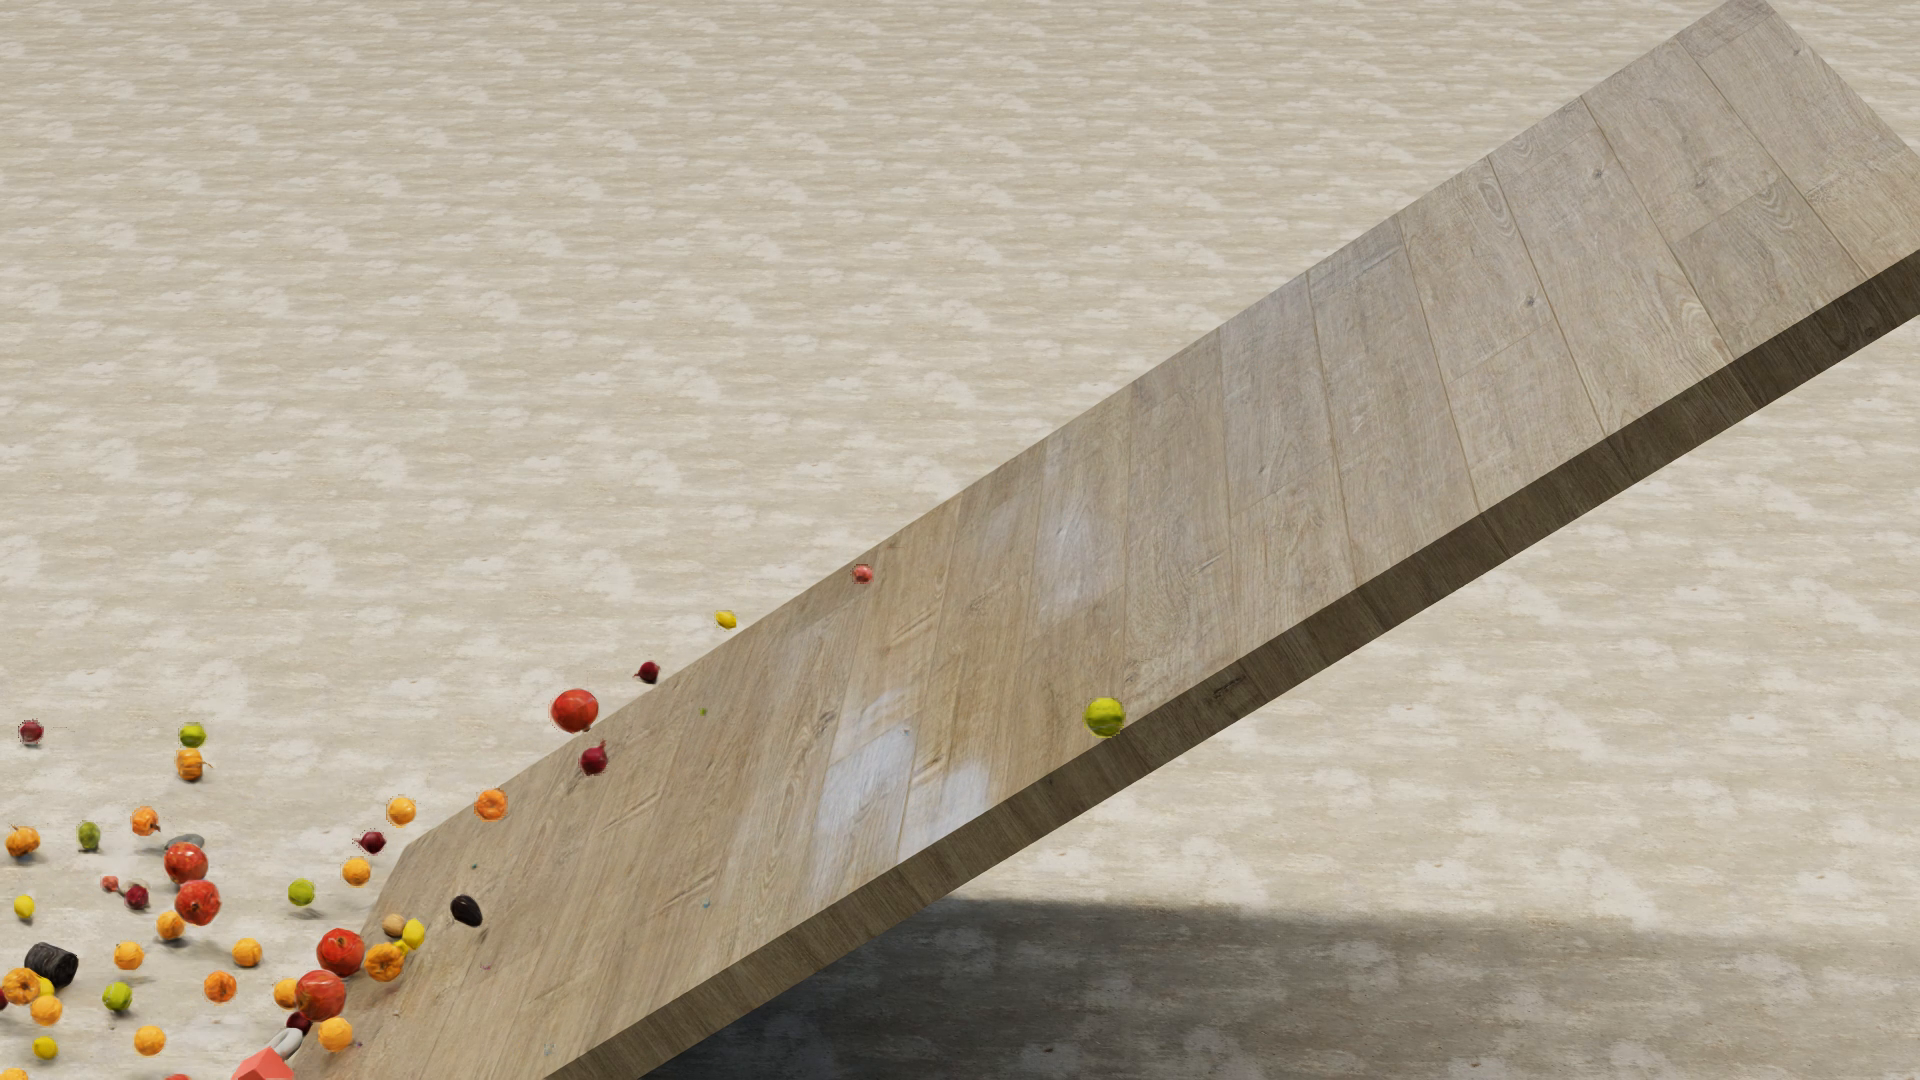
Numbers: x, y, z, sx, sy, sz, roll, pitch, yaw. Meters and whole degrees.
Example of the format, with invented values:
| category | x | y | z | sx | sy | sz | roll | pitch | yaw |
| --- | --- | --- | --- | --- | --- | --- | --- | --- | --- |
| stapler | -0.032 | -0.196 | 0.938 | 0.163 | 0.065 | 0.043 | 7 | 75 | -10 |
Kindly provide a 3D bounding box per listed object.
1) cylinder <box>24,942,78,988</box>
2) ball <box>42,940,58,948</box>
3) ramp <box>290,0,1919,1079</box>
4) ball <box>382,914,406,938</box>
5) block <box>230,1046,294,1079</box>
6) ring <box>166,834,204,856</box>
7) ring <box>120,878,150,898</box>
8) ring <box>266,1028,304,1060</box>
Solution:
| category | x | y | z | sx | sy | sz | roll | pitch | yaw |
| --- | --- | --- | --- | --- | --- | --- | --- | --- | --- |
| cylinder | -2.228 | 1.042 | 7.208 | 0.090 | 0.090 | 0.090 | 17 | 26 | 21 |
| ball | -2.272 | 1.027 | 7.311 | 0.065 | 0.065 | 0.065 | 0 | 21 | 0 |
| ramp | 0.135 | 0.174 | 6.306 | 4.000 | 0.100 | 2.000 | -32 | 16 | 15 |
| ball | -1.357 | 0.926 | 7.056 | 0.055 | 0.055 | 0.055 | 0 | 21 | 0 |
| block | -1.573 | 1.213 | 6.620 | 0.088 | 0.088 | 0.088 | -30 | 16 | 22 |
| ring | -2.075 | 0.817 | 7.873 | 0.104 | 0.035 | 0.104 | -9 | 13 | 2 |
| ring | -2.152 | 0.907 | 7.672 | 0.076 | 0.025 | 0.076 | -1 | 21 | 1 |
| ring | -1.574 | 1.177 | 6.825 | 0.114 | 0.038 | 0.114 | -33 | 17 | 12 |
